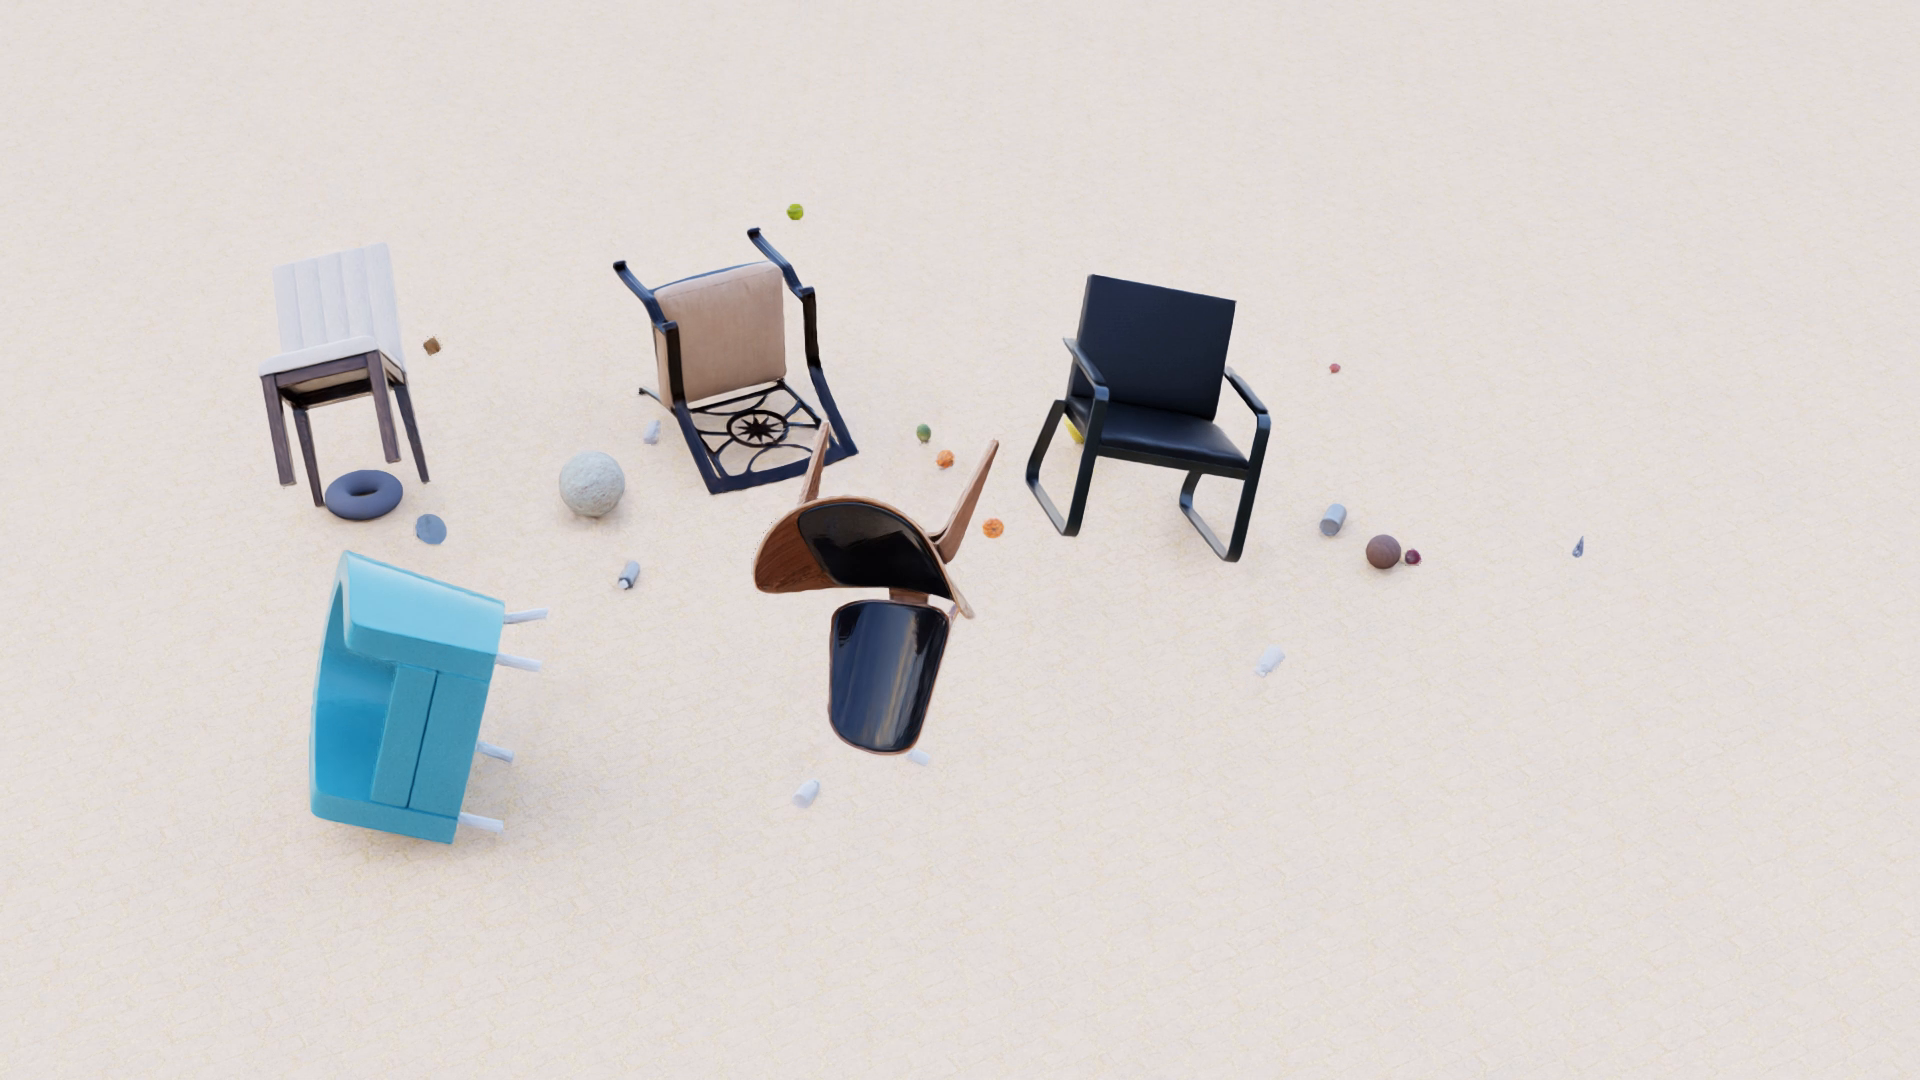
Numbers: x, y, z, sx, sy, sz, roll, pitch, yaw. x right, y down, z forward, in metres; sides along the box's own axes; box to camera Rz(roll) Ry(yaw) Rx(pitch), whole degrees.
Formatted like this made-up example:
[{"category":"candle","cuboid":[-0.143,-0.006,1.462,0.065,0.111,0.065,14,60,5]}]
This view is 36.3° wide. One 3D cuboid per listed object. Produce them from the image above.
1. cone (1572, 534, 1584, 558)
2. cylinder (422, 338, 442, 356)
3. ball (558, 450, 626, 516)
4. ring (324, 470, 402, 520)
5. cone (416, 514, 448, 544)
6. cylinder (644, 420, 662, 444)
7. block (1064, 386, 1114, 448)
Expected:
[{"category":"cone","cuboid":[2.182,0.012,10.310,0.038,0.087,0.058,24,41,19]},{"category":"cylinder","cuboid":[-2.073,-0.760,11.509,0.057,0.055,0.032,-34,14,-15]},{"category":"ball","cuboid":[-1.386,-0.212,11.040,0.249,0.249,0.249,0,33,0]},{"category":"ring","cuboid":[-2.263,-0.172,11.128,0.301,0.087,0.283,-28,43,-37]},{"category":"cone","cuboid":[-1.999,-0.027,10.931,0.100,0.121,0.140,-21,-15,42]},{"category":"cylinder","cuboid":[-1.202,-0.422,11.482,0.055,0.091,0.074,16,74,-11]},{"category":"block","cuboid":[0.505,-0.479,11.439,0.121,0.202,0.157,13,74,19]}]
